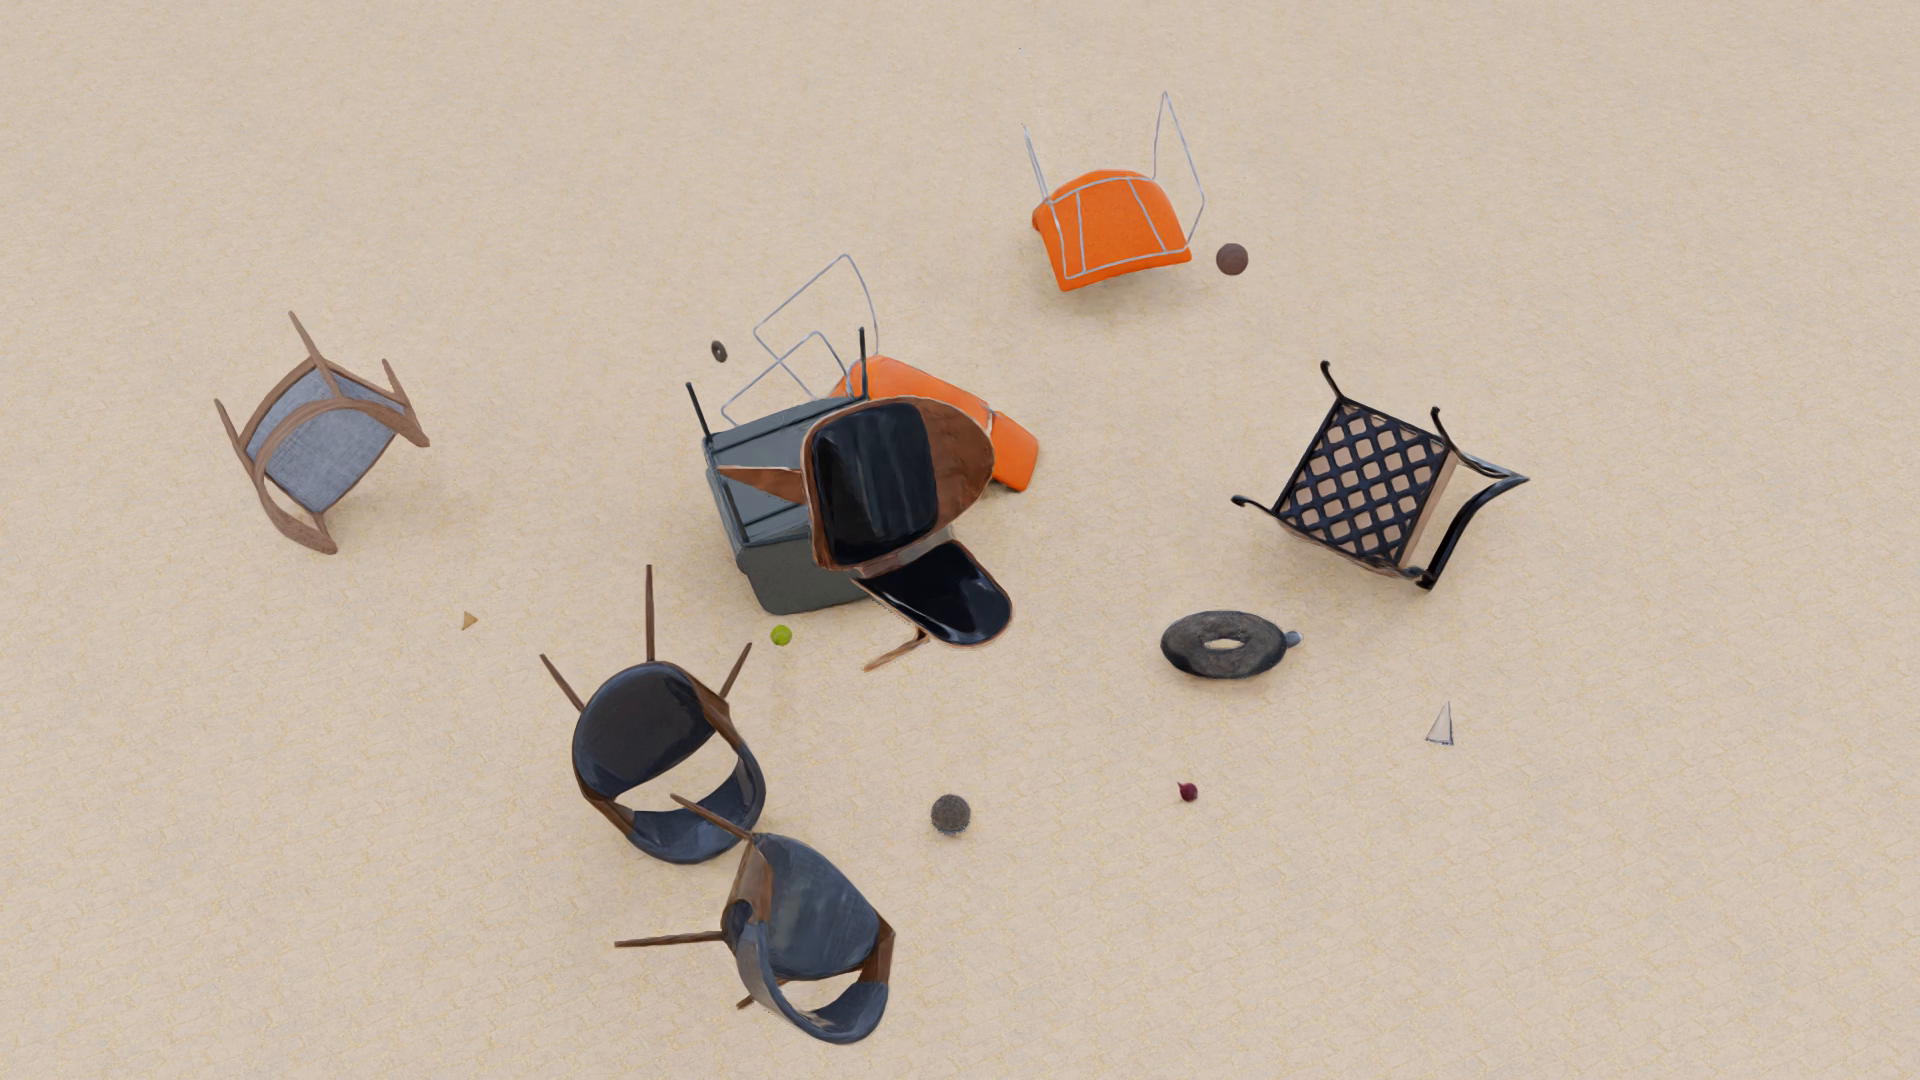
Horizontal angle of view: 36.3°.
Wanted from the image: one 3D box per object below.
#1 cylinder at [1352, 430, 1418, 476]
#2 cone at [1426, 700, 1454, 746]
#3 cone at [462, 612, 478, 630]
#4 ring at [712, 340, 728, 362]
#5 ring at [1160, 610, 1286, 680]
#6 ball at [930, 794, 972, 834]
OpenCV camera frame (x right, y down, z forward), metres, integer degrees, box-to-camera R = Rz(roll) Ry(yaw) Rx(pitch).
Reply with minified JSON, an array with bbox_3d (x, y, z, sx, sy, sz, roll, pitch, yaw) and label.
[{"bbox_3d":[1.633,-0.337,11.277,0.184,0.164,0.229,3,15,-12],"label":"cylinder"},{"bbox_3d":[1.628,0.606,9.860,0.105,0.156,0.090,11,-1,42],"label":"cone"},{"bbox_3d":[-1.757,0.298,10.451,0.058,0.068,0.045,31,-5,3],"label":"cone"},{"bbox_3d":[-0.989,-0.774,12.036,0.025,0.091,0.102,-24,42,-30],"label":"ring"},{"bbox_3d":[0.920,0.366,10.235,0.448,0.116,0.279,2,47,16],"label":"ring"},{"bbox_3d":[-0.029,0.887,9.480,0.131,0.131,0.131,0,33,0],"label":"ball"}]
